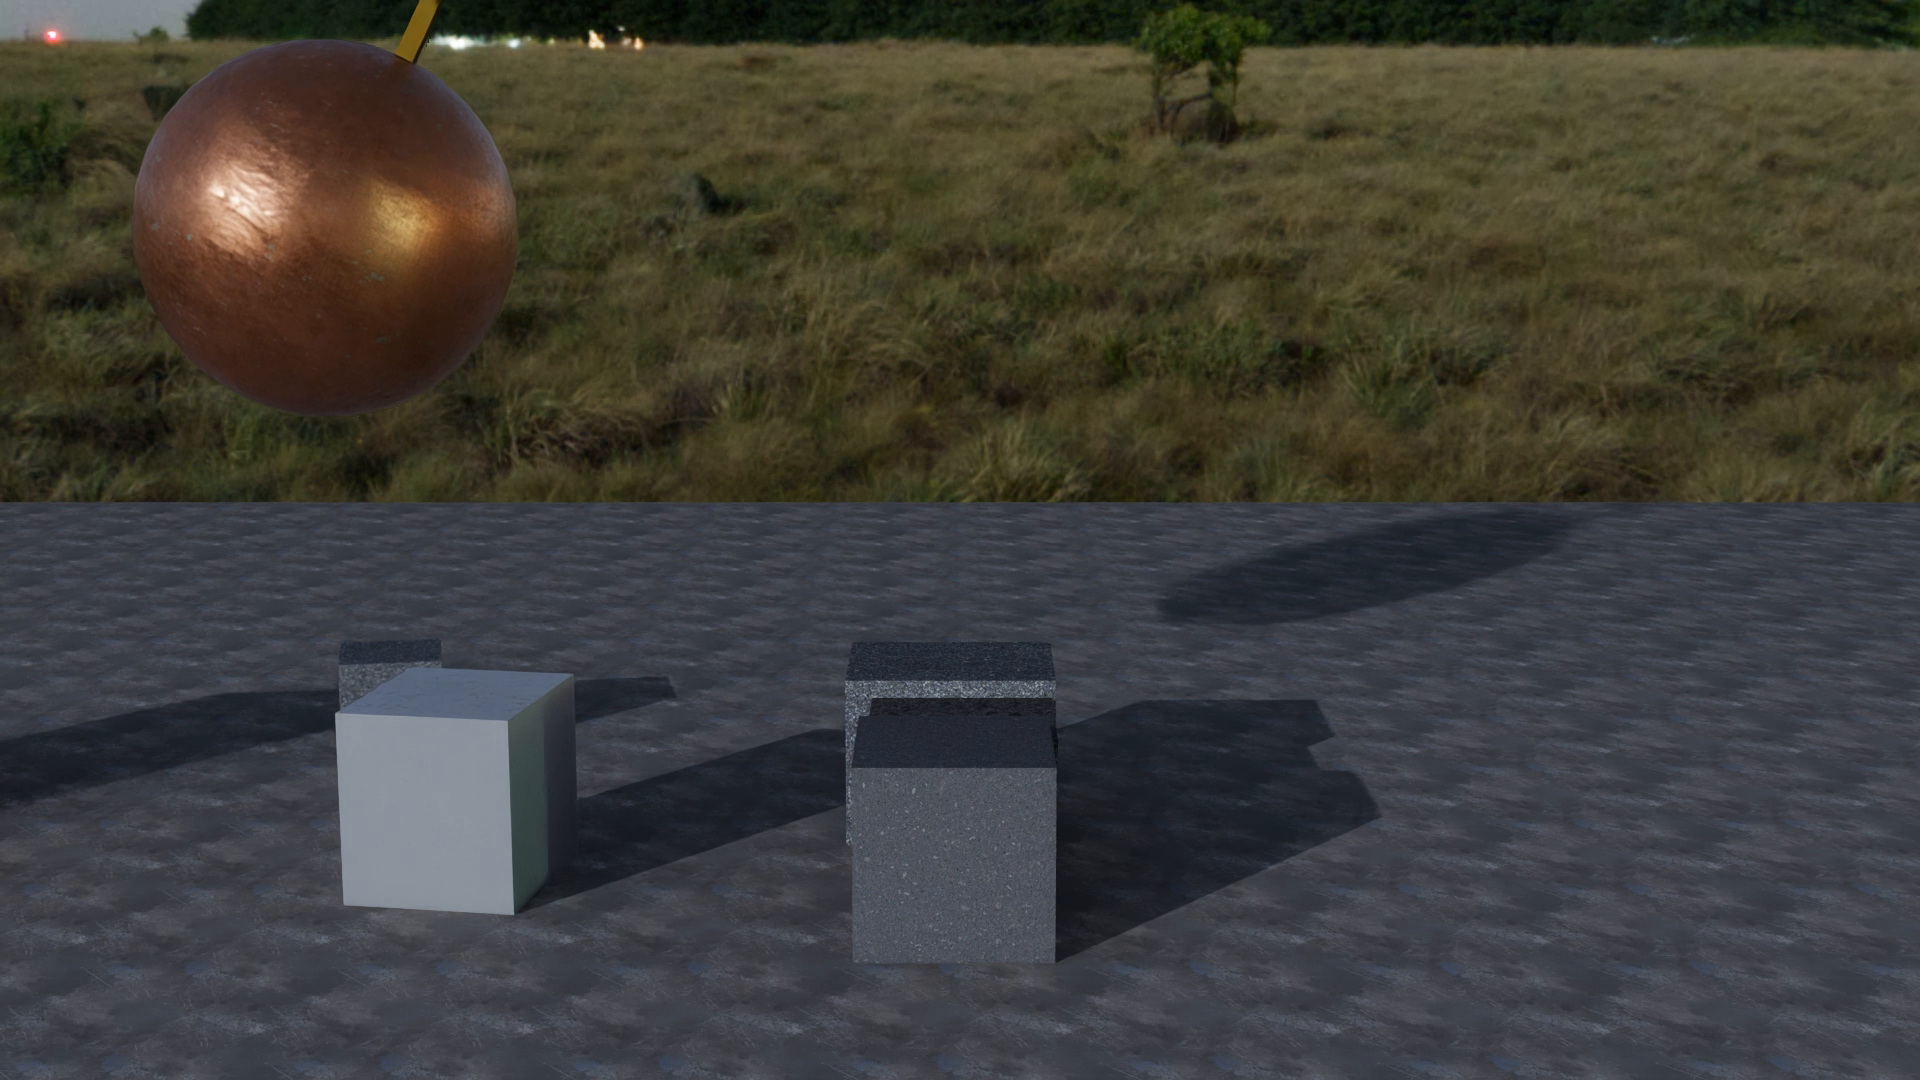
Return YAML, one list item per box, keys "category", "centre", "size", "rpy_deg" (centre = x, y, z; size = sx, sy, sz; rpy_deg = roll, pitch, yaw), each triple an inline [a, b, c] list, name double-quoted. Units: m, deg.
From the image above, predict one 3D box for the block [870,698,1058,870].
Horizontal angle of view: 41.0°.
- category: "block"
  centre: [0.008, 1.131, 11.395]
  size: [0.821, 0.697, 0.761]
  rpy_deg: [0, 10, 0]

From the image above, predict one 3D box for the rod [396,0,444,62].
- category: "rod"
  centre: [-1.168, -4.314, 10.396]
  size: [0.080, 5.200, 0.080]
  rpy_deg: [26, 9, -5]

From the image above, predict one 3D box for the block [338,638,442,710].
- category: "block"
  centre: [-2.984, 0.840, 13.492]
  size: [0.521, 0.519, 0.543]
  rpy_deg: [-2, 11, -11]

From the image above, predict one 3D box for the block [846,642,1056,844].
- category: "block"
  centre: [-0.043, 0.951, 12.163]
  size: [0.961, 0.776, 0.811]
  rpy_deg: [0, 10, 0]

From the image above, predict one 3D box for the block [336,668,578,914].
- category: "block"
  centre: [-2.187, 1.081, 11.255]
  size: [0.763, 0.845, 0.867]
  rpy_deg: [2, 10, 10]

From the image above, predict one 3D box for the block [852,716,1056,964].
- category: "block"
  centre: [-0.025, 1.221, 10.594]
  size: [0.809, 0.807, 0.830]
  rpy_deg: [0, 10, 0]

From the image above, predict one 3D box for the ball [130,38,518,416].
- category: "ball"
  centre: [-2.696, -1.326, 10.939]
  size: [1.600, 1.600, 1.600]
  rpy_deg: [0, 10, 0]
